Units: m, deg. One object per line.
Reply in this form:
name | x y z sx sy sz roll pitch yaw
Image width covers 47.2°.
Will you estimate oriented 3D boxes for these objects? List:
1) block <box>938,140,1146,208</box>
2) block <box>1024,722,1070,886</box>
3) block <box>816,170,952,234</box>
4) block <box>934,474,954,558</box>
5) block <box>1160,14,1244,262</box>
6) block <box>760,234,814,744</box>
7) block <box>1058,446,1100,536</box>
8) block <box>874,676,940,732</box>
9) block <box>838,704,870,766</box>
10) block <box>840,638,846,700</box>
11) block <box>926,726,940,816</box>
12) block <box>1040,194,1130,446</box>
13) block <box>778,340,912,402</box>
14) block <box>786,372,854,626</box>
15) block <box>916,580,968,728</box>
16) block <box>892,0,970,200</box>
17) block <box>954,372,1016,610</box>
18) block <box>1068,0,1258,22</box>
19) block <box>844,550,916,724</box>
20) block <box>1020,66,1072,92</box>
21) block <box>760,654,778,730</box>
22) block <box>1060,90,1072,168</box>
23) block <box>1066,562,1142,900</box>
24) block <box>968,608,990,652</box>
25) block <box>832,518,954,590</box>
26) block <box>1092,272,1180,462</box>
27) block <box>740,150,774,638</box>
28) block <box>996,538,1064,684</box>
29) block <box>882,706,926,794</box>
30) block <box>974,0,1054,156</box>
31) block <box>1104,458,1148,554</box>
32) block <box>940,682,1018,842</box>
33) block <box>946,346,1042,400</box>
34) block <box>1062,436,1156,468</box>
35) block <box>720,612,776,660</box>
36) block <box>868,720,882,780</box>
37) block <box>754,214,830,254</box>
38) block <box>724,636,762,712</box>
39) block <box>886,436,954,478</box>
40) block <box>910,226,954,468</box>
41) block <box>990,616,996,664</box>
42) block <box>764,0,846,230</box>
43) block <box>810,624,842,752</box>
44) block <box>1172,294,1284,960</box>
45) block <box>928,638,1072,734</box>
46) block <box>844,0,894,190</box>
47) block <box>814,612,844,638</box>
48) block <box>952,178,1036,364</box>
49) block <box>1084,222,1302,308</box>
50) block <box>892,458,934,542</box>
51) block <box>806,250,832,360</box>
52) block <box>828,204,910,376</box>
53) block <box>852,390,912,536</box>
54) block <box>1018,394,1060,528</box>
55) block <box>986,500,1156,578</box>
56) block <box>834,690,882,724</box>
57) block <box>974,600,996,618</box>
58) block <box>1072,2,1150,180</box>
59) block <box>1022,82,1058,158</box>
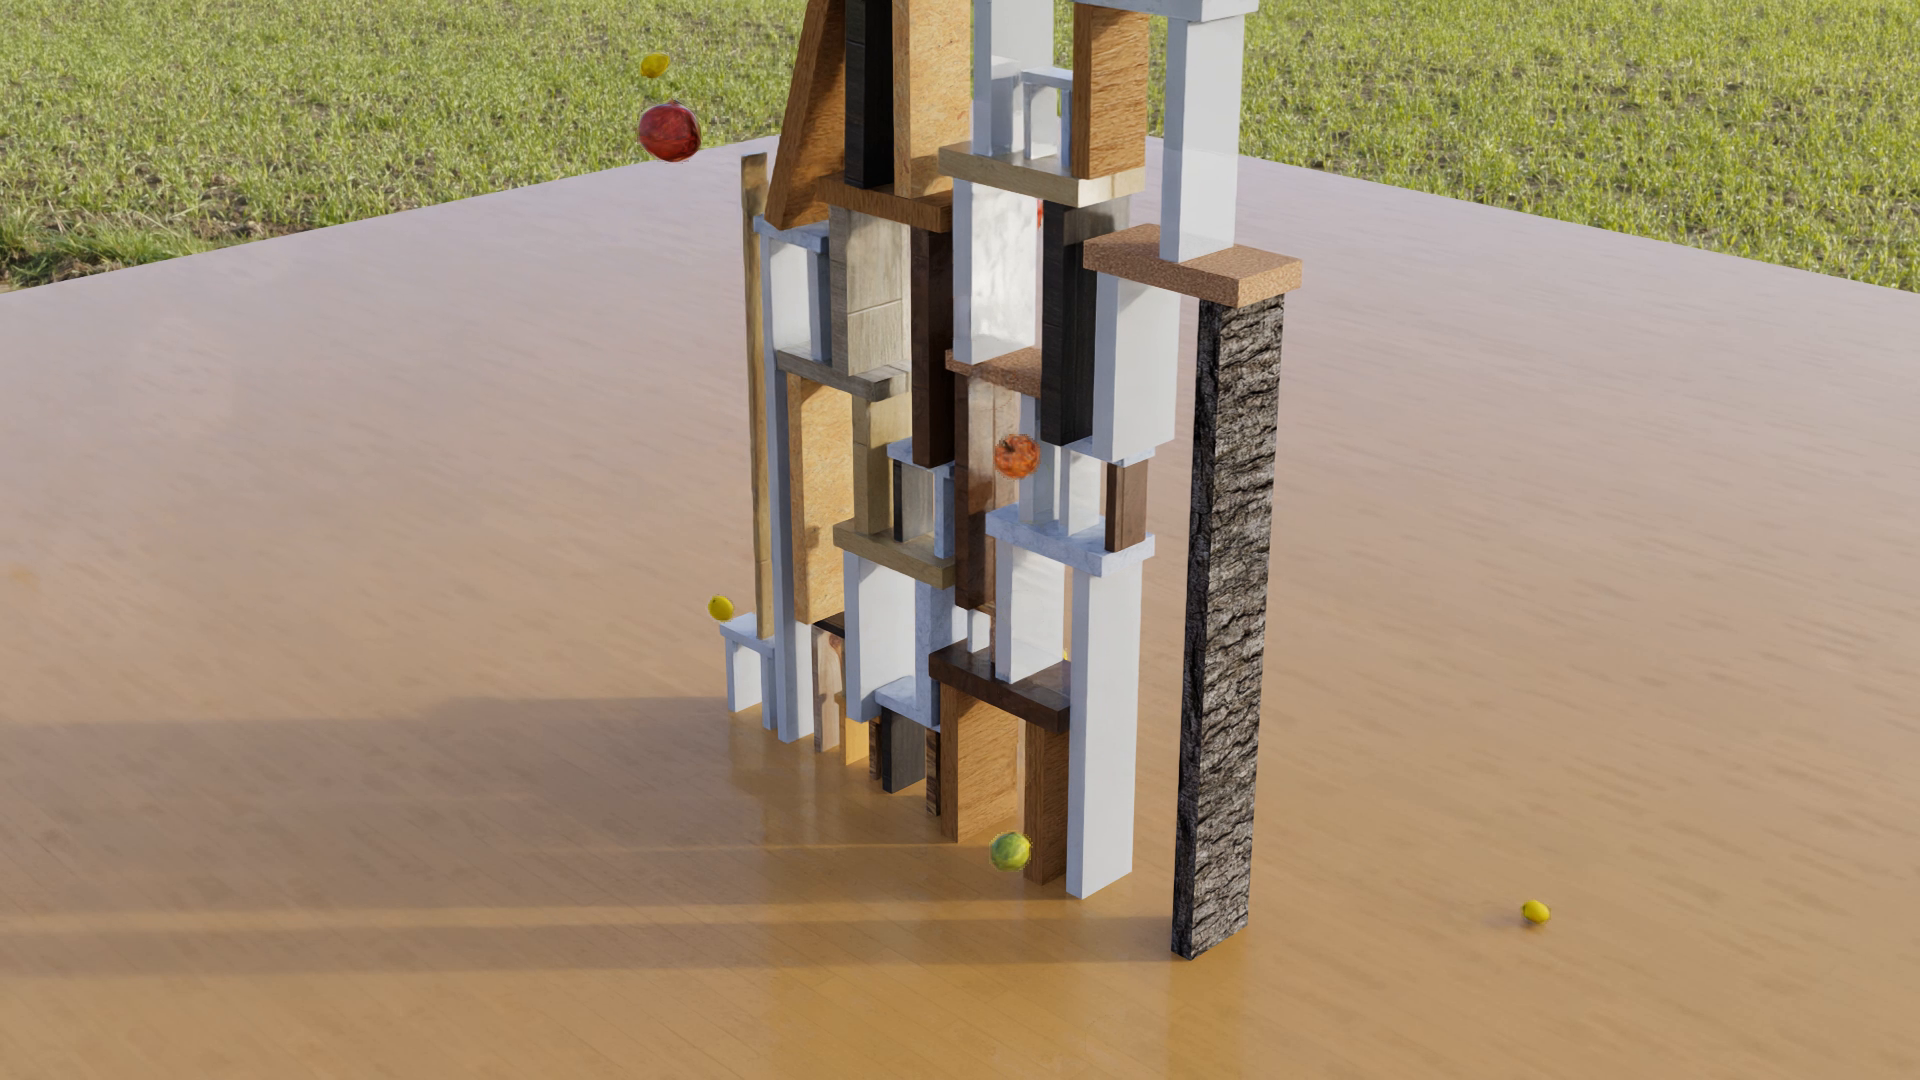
block | 0.138 -0.641 3.797 0.167 0.047 0.334 -21 31 -40
block | 0.199 0.476 4.205 0.048 0.339 0.170 21 31 41
block | -0.093 -0.634 4.059 0.328 0.046 0.164 21 31 40
block | -0.010 -0.056 4.207 0.024 0.169 0.085 21 31 40
block | 0.387 -0.649 3.522 0.142 0.386 0.040 -21 31 -41
block | -0.344 -0.097 4.560 0.108 1.115 0.031 -21 30 -41
block | 0.216 -0.098 3.952 0.023 0.166 0.083 21 31 41
block | -0.070 0.331 4.444 0.195 0.028 0.098 21 31 41
block | -0.223 0.400 4.641 0.020 0.138 0.069 21 31 41
block | -0.213 0.258 4.570 0.020 0.140 0.070 21 31 40
block | -0.024 0.452 4.446 0.028 0.195 0.098 21 31 41
block | 0.217 -0.390 3.817 0.167 0.430 0.047 -21 31 -40
block | -0.211 -0.339 4.312 0.142 0.040 0.283 -21 31 -41
block | -0.278 -0.098 4.487 0.142 0.540 0.040 -21 31 -41
block | -0.017 0.201 4.322 0.154 0.308 0.044 -21 31 -41
block | -0.050 -0.827 3.929 0.043 0.410 0.151 21 31 40
block | 0.047 -0.104 4.137 0.035 0.469 0.125 21 31 41
block | 0.319 -0.871 3.501 0.283 0.040 0.142 21 31 40
block | -0.162 0.175 4.468 0.044 0.374 0.154 21 31 40
block | 0.169 -0.778 3.707 0.064 0.018 0.128 -21 31 -40
block | -0.390 0.317 4.787 0.025 0.177 0.089 21 31 41
block | 0.199 -0.698 3.705 0.064 0.128 0.018 -21 29 -40
block | 0.267 0.345 4.086 0.143 0.674 0.041 -21 31 -41
block | 0.036 0.167 4.254 0.047 0.094 0.013 -21 31 -41
block | -0.089 0.011 4.320 0.308 0.044 0.154 21 31 40
block | 0.302 -0.313 3.764 0.164 0.329 0.047 -21 31 -41
block | -0.410 -0.280 4.556 0.054 1.052 0.015 -18 29 -37
block | 0.132 0.114 4.135 0.041 0.286 0.143 21 31 41
block | -0.116 0.416 4.530 0.028 0.195 0.098 21 31 41
block | 0.092 -0.824 3.781 0.151 0.301 0.043 -21 31 -40
block | 0.294 -0.068 3.880 0.083 0.166 0.023 -21 31 -41
block | 0.039 0.413 4.353 0.048 0.339 0.170 21 31 41
block | 0.106 -0.313 3.984 0.125 0.035 0.250 -21 31 -41
block | 0.254 -0.170 3.879 0.083 0.023 0.166 -21 31 -40
block | -0.432 0.207 4.786 0.089 0.025 0.177 -21 31 -41
block | -0.158 0.425 4.582 0.020 0.138 0.069 21 31 41
block | -0.295 -0.605 4.290 0.108 0.031 0.217 -18 29 -37
block | -0.474 0.284 4.864 0.025 0.177 0.089 21 31 41
block | -0.051 -0.161 4.206 0.169 0.024 0.085 21 31 40
block | -0.016 -0.372 4.087 0.046 0.458 0.164 21 31 40
block | 0.080 0.185 4.213 0.047 0.094 0.013 -21 31 -41
block | -0.244 -0.823 4.155 0.180 0.485 0.051 -21 50 -41
block | -0.280 0.304 4.662 0.070 0.298 0.020 -21 31 -41
block | 0.458 0.164 3.798 0.164 1.232 0.047 -21 31 -41
block | 0.119 0.266 4.203 0.339 0.048 0.170 21 31 41
block | -0.126 -0.834 4.008 0.051 0.359 0.180 24 33 39
block | -0.247 0.171 4.570 0.070 0.020 0.140 -21 31 -41
block | 0.063 -0.497 3.944 0.047 0.334 0.167 21 31 40
block | 0.380 -0.455 3.620 0.164 0.047 0.328 -21 31 -41
block | -0.091 -0.087 4.280 0.024 0.169 0.085 21 31 40
block | -0.244 -0.469 4.287 0.108 0.217 0.031 -21 29 -40
block | -0.171 -0.493 4.203 0.164 0.328 0.046 -21 31 -41
block | -0.144 -0.164 4.313 0.040 0.283 0.142 21 31 40
block | 0.164 -0.158 3.984 0.125 0.250 0.035 -21 31 -41
block | 0.199 -0.010 4.009 0.143 0.041 0.286 -21 31 -41
block | -0.190 0.340 4.581 0.138 0.020 0.069 21 31 40
block | 0.058 0.125 4.215 0.047 0.013 0.095 -21 31 -40
block | 0.248 -0.748 3.624 0.040 0.284 0.142 21 31 41
block | 0.137 -0.721 3.761 0.064 0.128 0.018 -21 29 -40
